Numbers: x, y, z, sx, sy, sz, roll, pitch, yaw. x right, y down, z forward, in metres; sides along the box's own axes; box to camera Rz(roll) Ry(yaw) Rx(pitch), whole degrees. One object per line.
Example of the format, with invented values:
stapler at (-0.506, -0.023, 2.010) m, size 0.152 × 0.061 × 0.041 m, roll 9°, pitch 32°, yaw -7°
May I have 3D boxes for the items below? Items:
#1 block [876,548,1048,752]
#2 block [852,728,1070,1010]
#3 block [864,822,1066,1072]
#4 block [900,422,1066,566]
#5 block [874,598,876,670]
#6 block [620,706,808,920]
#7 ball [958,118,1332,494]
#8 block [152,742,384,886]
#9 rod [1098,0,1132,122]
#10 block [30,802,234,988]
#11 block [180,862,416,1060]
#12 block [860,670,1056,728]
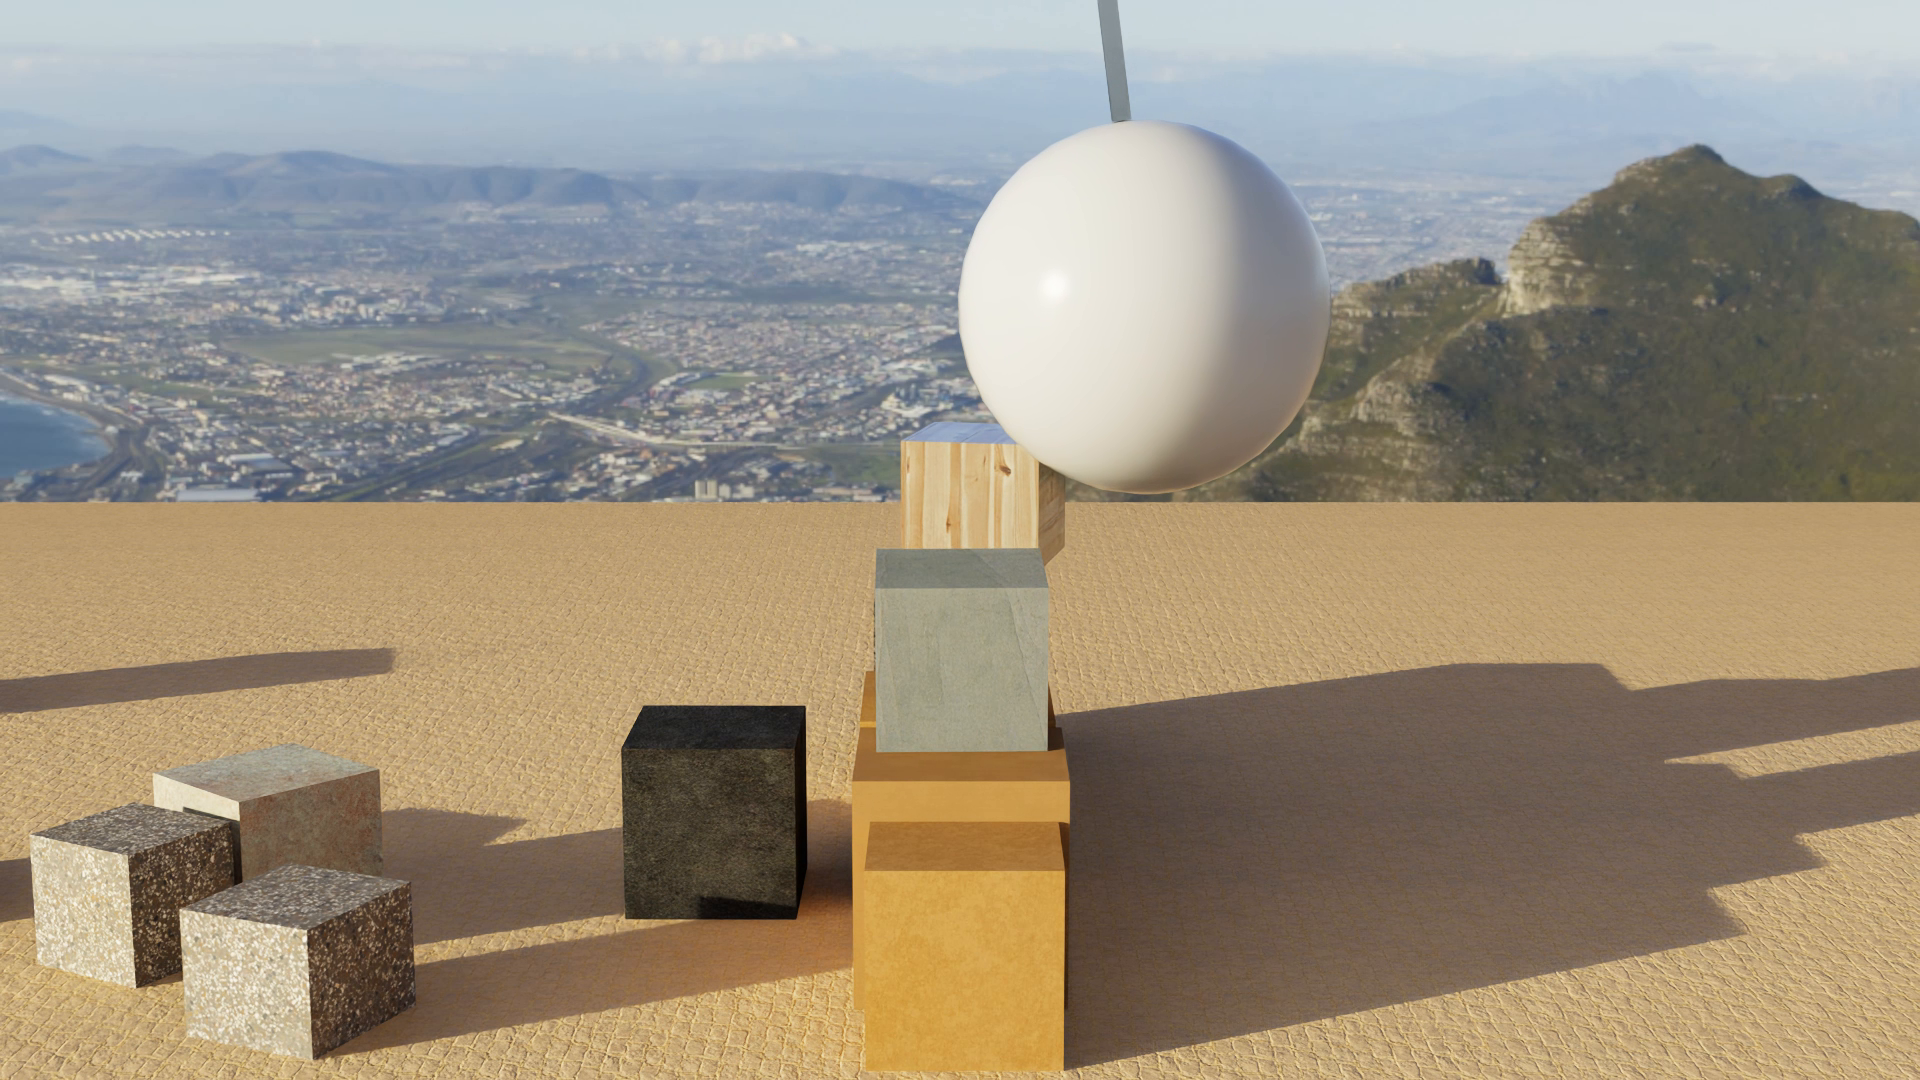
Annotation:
block at (0.000, 0.430, 10.249) m, size 0.668 × 0.659 × 0.645 m, roll 0°, pitch 14°, yaw -1°
block at (0.003, 1.271, 10.071) m, size 0.815 × 0.896 × 0.806 m, roll 0°, pitch 10°, yaw 0°
block at (0.016, 1.475, 9.380) m, size 0.706 × 0.742 × 0.605 m, roll 0°, pitch 10°, yaw 0°
block at (0.114, -0.206, 11.770) m, size 0.628 × 0.574 × 0.657 m, roll 2°, pitch 11°, yaw 13°
block at (0.005, 0.697, 13.273) m, size 0.872 × 0.880 × 0.807 m, roll 0°, pitch 10°, yaw 0°
block at (-1.047, 1.165, 11.090) m, size 0.721 × 0.740 × 0.746 m, roll 0°, pitch 10°, yaw 0°
ball at (0.789, -0.995, 10.999) m, size 1.600 × 1.600 × 1.600 m, roll 0°, pitch 10°, yaw 0°
block at (-2.937, 1.271, 10.914) m, size 0.657 × 0.595 × 0.681 m, roll 9°, pitch 14°, yaw 42°
rod at (0.342, -4.312, 10.396) m, size 0.080 × 5.200 × 0.080 m, roll -7°, pitch 10°, yaw 1°
block at (-3.309, 1.414, 10.289) m, size 0.558 × 0.537 × 0.531 m, roll 6°, pitch 12°, yaw 30°
block at (-2.467, 1.564, 9.592) m, size 0.575 × 0.491 × 0.618 m, roll 5°, pitch 11°, yaw 24°
block at (-0.013, 1.107, 10.914) m, size 0.794 × 0.918 × 0.895 m, roll 0°, pitch 10°, yaw 0°
